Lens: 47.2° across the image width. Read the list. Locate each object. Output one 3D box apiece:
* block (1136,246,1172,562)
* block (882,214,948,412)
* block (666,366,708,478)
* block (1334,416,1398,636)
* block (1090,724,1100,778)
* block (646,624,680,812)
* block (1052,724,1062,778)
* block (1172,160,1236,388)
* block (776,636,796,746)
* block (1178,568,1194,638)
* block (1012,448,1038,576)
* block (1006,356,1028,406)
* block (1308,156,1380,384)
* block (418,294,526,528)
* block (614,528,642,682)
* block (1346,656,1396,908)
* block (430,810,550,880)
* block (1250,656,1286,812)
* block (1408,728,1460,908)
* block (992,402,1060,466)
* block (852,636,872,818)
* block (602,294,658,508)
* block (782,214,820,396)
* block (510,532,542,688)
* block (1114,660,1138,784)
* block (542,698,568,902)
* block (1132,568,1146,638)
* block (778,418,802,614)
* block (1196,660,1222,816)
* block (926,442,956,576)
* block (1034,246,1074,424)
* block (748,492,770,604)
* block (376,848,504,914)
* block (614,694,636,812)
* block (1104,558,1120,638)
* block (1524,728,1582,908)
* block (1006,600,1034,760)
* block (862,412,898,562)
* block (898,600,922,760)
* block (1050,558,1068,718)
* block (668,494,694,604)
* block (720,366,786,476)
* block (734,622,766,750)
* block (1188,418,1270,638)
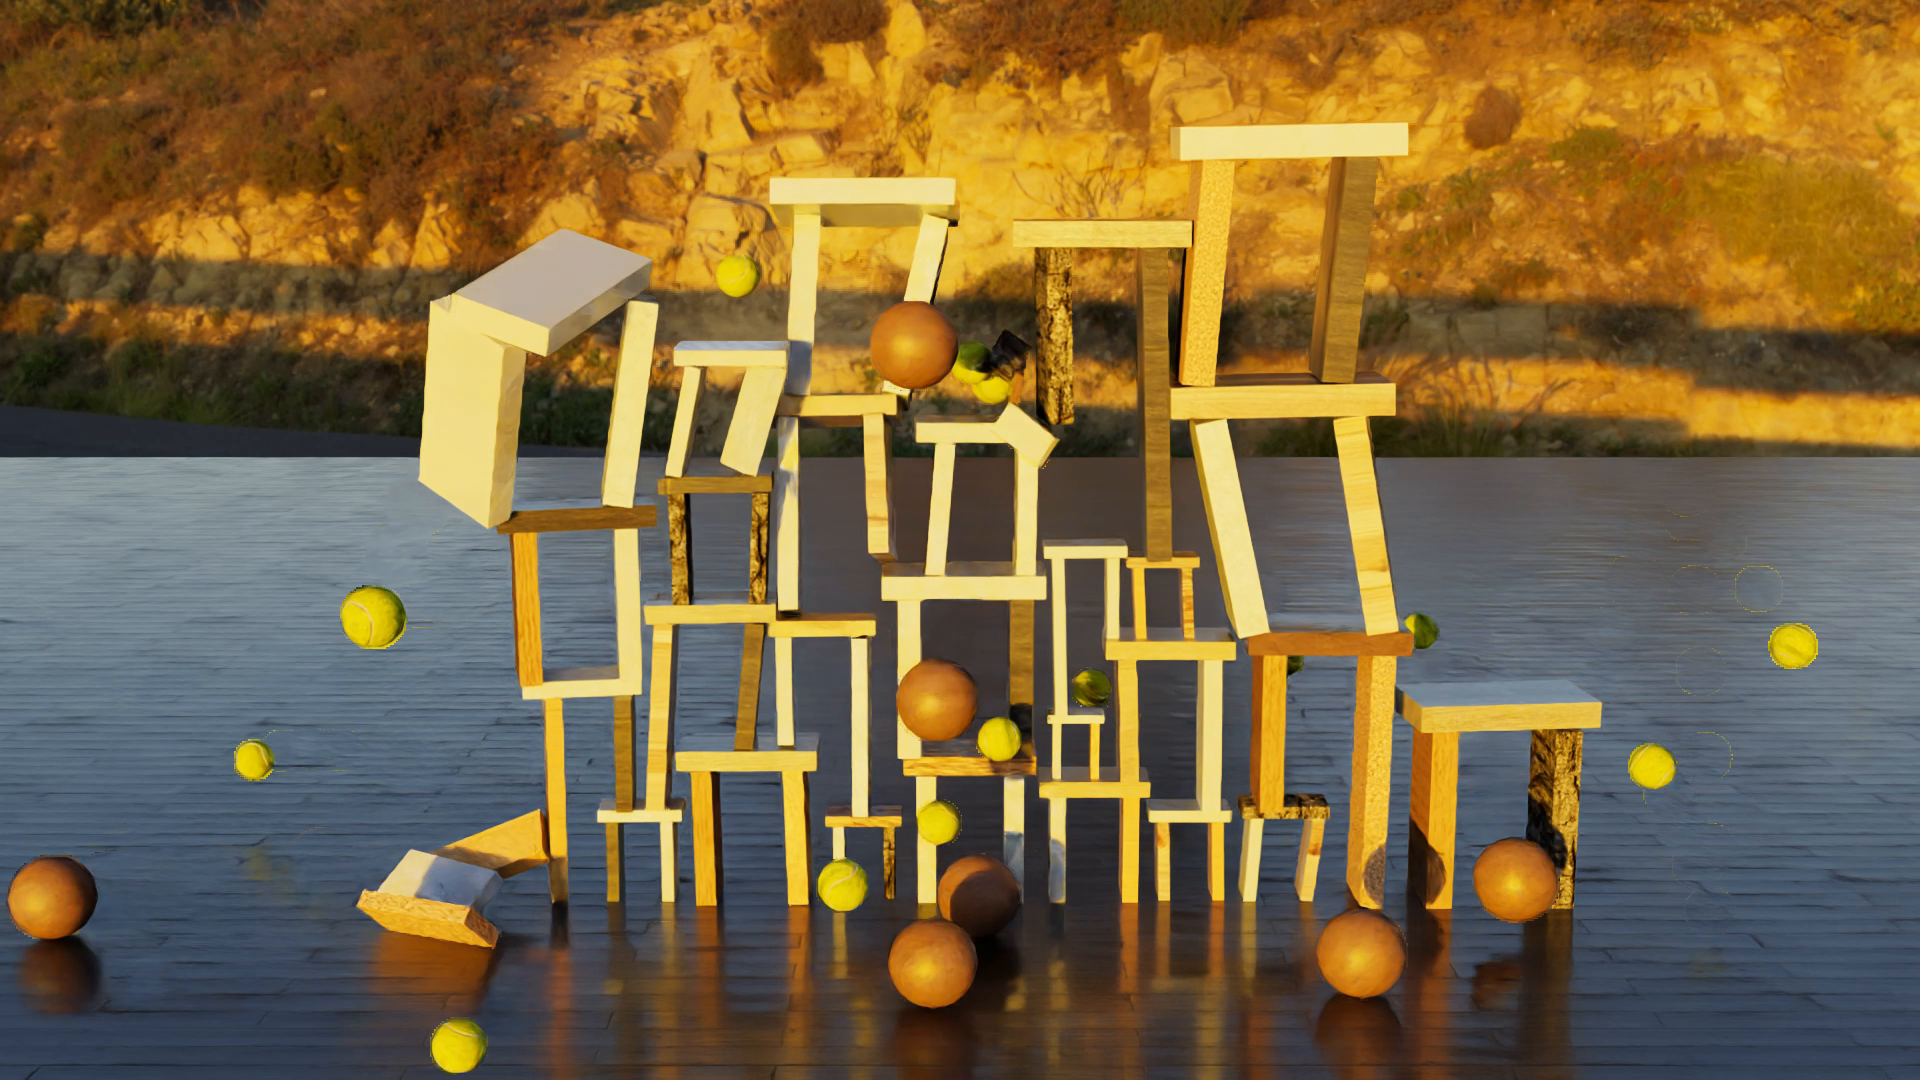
[{"bbox_3d":[0.310,-0.221,3.517,0.039,0.495,0.139,-2,10,0],"label":"block"},{"bbox_3d":[-0.074,-0.375,3.667,0.043,0.301,0.150,13,-7,0],"label":"block"},{"bbox_3d":[-0.438,-0.195,3.523,0.025,0.176,0.088,12,11,-1],"label":"block"},{"bbox_3d":[0.657,-0.037,3.550,0.049,0.349,0.175,-9,9,13],"label":"block"},{"bbox_3d":[0.221,0.342,3.625,0.013,0.094,0.047,0,11,0],"label":"block"},{"bbox_3d":[-0.489,0.279,3.621,0.030,0.315,0.105,4,11,-1],"label":"block"},{"bbox_3d":[0.159,0.342,3.625,0.013,0.094,0.047,0,11,0],"label":"block"},{"bbox_3d":[0.384,-0.426,3.477,0.049,0.346,0.173,4,11,-1],"label":"block"},{"bbox_3d":[-0.286,0.241,3.613,0.025,0.177,0.089,-1,6,-1],"label":"block"},{"bbox_3d":[0.368,0.097,3.574,0.016,0.116,0.058,-3,10,1],"label":"block"},{"bbox_3d":[0.105,-0.058,3.558,0.030,0.214,0.107,0,10,-2],"label":"block"},{"bbox_3d":[0.090,-0.246,3.531,0.015,0.103,0.052,9,10,-4],"label":"block"},{"bbox_3d":[0.605,-0.430,3.477,0.049,0.346,0.173,5,11,1],"label":"block"},{"bbox_3d":[-0.753,-0.197,3.390,0.163,0.327,0.046,32,38,26],"label":"block"},{"bbox_3d":[-0.545,0.095,3.601,0.036,0.251,0.126,-2,11,-10],"label":"block"},{"bbox_3d":[0.677,0.382,3.626,0.037,0.424,0.131,1,11,0],"label":"block"},{"bbox_3d":[-0.779,0.524,3.639,0.200,0.028,0.100,-22,38,2],"label":"block"},{"bbox_3d":[0.506,0.302,3.611,0.037,0.263,0.131,0,11,0],"label":"block"},{"bbox_3d":[0.783,0.443,3.644,0.042,0.299,0.149,0,11,0],"label":"block"},{"bbox_3d":[0.102,-0.165,3.432,0.103,0.052,0.015,41,15,29],"label":"block"},{"bbox_3d":[-0.162,0.301,3.625,0.025,0.296,0.089,0,7,2],"label":"block"},{"bbox_3d":[-0.534,-0.228,3.552,0.046,0.327,0.163,7,9,-11],"label":"block"},{"bbox_3d":[-0.265,-0.377,3.673,0.043,0.301,0.150,4,-8,-6],"label":"block"},{"bbox_3d":[-0.705,0.101,3.573,0.036,0.251,0.126,-3,11,-14],"label":"block"},{"bbox_3d":[0.273,0.286,3.609,0.029,0.208,0.104,-2,11,0],"label":"block"},{"bbox_3d":[-0.671,0.418,3.646,0.027,0.346,0.095,-2,11,-14],"label":"block"},{"bbox_3d":[0.291,0.097,3.574,0.016,0.116,0.058,-3,10,0],"label":"block"},{"bbox_3d":[-0.280,-0.038,3.624,0.032,0.314,0.114,-1,-6,0],"label":"block"},{"bbox_3d":[0.409,0.311,3.614,0.029,0.260,0.104,0,11,0],"label":"block"},{"bbox_3d":[-0.031,-0.058,3.553,0.030,0.214,0.107,5,10,0],"label":"block"},{"bbox_3d":[0.150,-0.331,3.512,0.039,0.277,0.139,-2,10,-6],"label":"block"},{"bbox_3d":[-0.324,0.005,3.565,0.026,0.181,0.090,2,11,-2],"label":"block"},{"bbox_3d":[-0.848,0.567,3.577,0.200,0.028,0.100,7,46,33],"label":"block"},{"bbox_3d":[-0.551,0.343,3.619,0.027,0.190,0.095,0,11,-5],"label":"block"},{"bbox_3d":[0.247,0.088,3.576,0.019,0.133,0.067,-1,11,0],"label":"block"},{"bbox_3d":[0.982,0.443,3.644,0.042,0.299,0.149,0,11,0],"label":"block"},{"bbox_3d":[0.098,0.214,3.608,0.037,0.264,0.132,0,10,-1],"label":"block"},{"bbox_3d":[-0.131,-0.085,3.605,0.032,0.229,0.114,-3,-8,5],"label":"block"},{"bbox_3d":[-0.083,0.214,3.609,0.037,0.264,0.132,0,10,-1],"label":"block"},{"bbox_3d":[0.162,0.153,3.588,0.019,0.264,0.067,-2,11,0],"label":"block"},{"bbox_3d":[-0.451,0.007,3.562,0.026,0.181,0.090,-1,11,-1],"label":"block"},{"bbox_3d":[-0.331,-0.197,3.519,0.025,0.176,0.088,14,6,-33],"label":"block"},{"bbox_3d":[-0.343,0.228,3.606,0.030,0.210,0.105,6,11,-3],"label":"block"},{"bbox_3d":[0.430,-0.032,3.546,0.049,0.349,0.175,-12,10,3],"label":"block"}]
